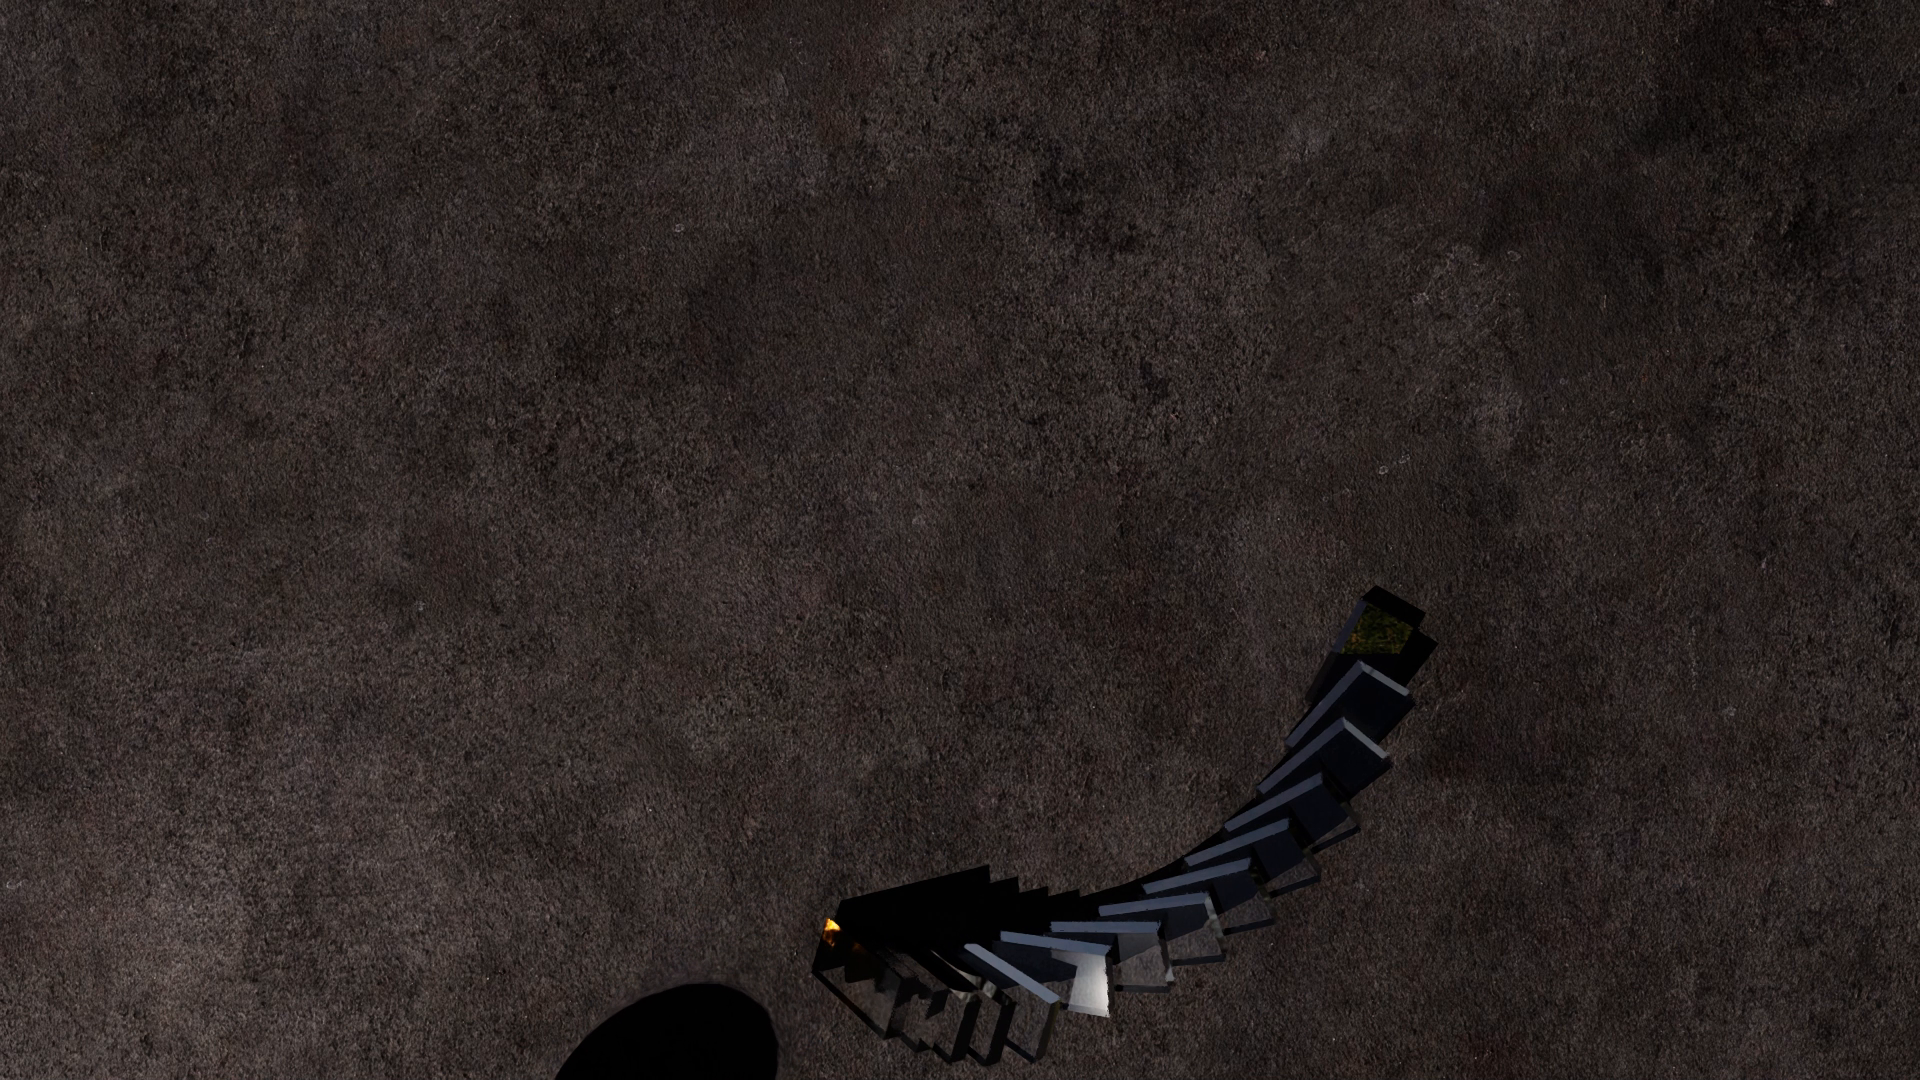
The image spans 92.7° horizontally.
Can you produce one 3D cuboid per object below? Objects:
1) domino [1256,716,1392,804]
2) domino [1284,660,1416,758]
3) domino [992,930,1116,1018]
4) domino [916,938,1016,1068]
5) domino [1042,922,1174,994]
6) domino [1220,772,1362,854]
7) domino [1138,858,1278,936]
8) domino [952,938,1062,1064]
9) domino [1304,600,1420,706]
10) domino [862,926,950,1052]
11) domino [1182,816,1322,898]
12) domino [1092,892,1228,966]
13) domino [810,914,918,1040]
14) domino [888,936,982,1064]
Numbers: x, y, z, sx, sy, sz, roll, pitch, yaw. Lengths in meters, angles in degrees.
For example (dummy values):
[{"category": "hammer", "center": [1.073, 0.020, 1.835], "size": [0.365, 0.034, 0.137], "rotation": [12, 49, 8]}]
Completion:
[{"category": "domino", "center": [0.152, 0.100, 0.385], "size": [0.025, 0.010, 0.050], "rotation": [40, 114, 0]}, {"category": "domino", "center": [0.163, 0.077, 0.385], "size": [0.025, 0.010, 0.050], "rotation": [31, 114, 0]}, {"category": "domino", "center": [0.039, 0.182, 0.385], "size": [0.050, 0.009, 0.025], "rotation": [-4, 90, 25]}, {"category": "domino", "center": [-0.001, 0.190, 0.379], "size": [0.050, 0.010, 0.025], "rotation": [16, 90, 45]}, {"category": "domino", "center": [0.062, 0.175, 0.385], "size": [0.050, 0.009, 0.025], "rotation": [-11, 90, 26]}, {"category": "domino", "center": [0.138, 0.121, 0.385], "size": [0.050, 0.009, 0.025], "rotation": [-39, 90, 25]}, {"category": "domino", "center": [0.103, 0.153, 0.385], "size": [0.050, 0.010, 0.025], "rotation": [-26, 90, 26]}, {"category": "domino", "center": [0.016, 0.190, 0.381], "size": [0.050, 0.010, 0.025], "rotation": [17, 91, 36]}, {"category": "domino", "center": [0.173, 0.054, 0.395], "size": [0.025, 0.010, 0.050], "rotation": [29, 90, 0]}, {"category": "domino", "center": [-0.028, 0.185, 0.379], "size": [0.050, 0.010, 0.025], "rotation": [16, 90, 45]}, {"category": "domino", "center": [0.122, 0.138, 0.385], "size": [0.050, 0.009, 0.025], "rotation": [-33, 90, 25]}, {"category": "domino", "center": [0.083, 0.165, 0.385], "size": [0.050, 0.010, 0.025], "rotation": [-19, 90, 26]}, {"category": "domino", "center": [-0.040, 0.180, 0.379], "size": [0.050, 0.009, 0.025], "rotation": [16, 90, 45]}, {"category": "domino", "center": [-0.015, 0.189, 0.379], "size": [0.050, 0.009, 0.025], "rotation": [17, 90, 45]}]
